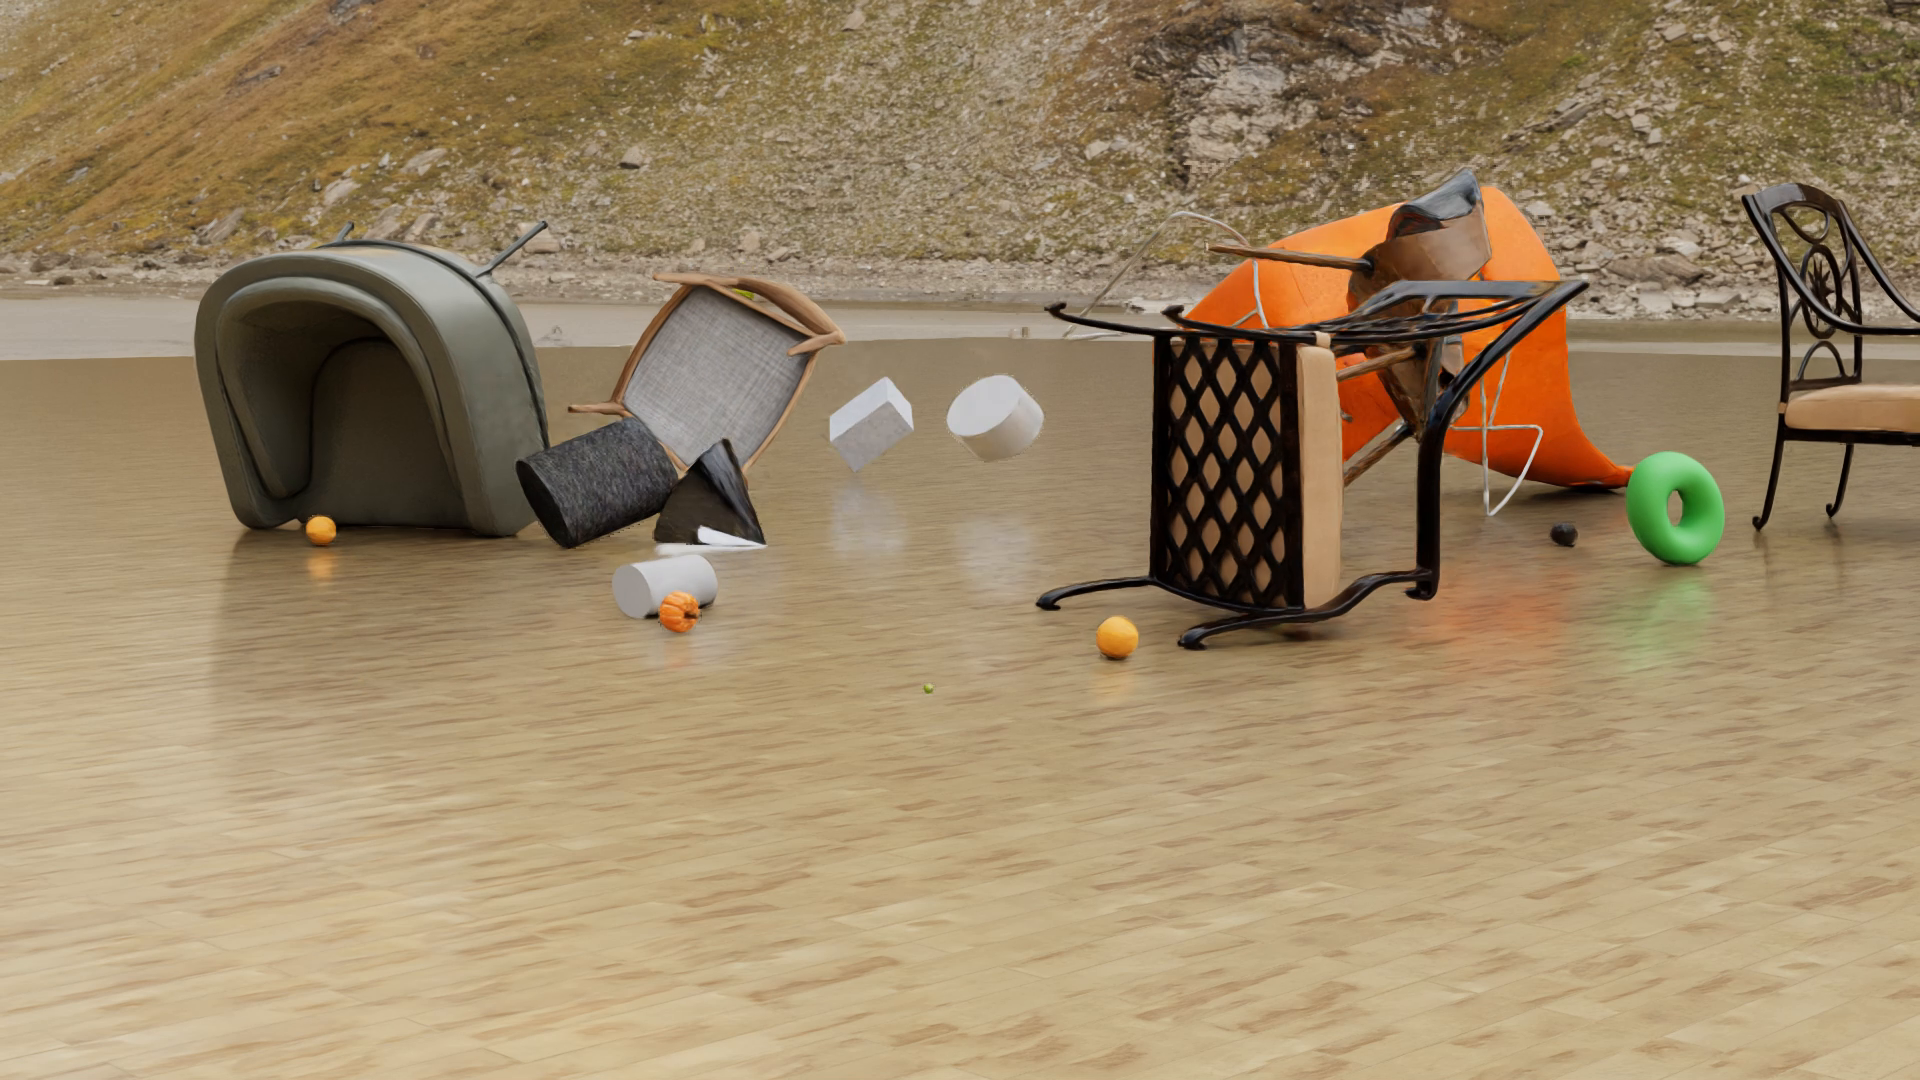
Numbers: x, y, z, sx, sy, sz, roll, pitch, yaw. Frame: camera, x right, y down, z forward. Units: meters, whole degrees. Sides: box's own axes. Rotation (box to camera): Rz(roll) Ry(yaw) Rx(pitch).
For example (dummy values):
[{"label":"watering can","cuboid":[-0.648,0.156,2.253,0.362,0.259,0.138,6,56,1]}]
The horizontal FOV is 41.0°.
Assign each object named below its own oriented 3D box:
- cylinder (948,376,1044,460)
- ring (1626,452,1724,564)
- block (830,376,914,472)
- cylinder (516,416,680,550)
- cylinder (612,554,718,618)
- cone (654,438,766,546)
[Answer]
[{"label":"cylinder","cuboid":[0.113,-0.390,8.191,0.278,0.228,0.141,-13,-40,32]},{"label":"ring","cuboid":[1.629,-0.071,5.845,0.220,0.282,0.109,-37,20,-12]},{"label":"block","cuboid":[-0.300,-0.392,8.653,0.245,0.139,0.235,-35,21,12]},{"label":"cylinder","cuboid":[-0.887,-0.143,6.313,0.304,0.186,0.320,-23,44,-22]},{"label":"cylinder","cuboid":[-0.577,0.090,5.036,0.085,0.109,0.219,-33,-12,29]},{"label":"cone","cuboid":[-0.563,-0.052,6.275,0.234,0.312,0.267,36,16,12]}]
